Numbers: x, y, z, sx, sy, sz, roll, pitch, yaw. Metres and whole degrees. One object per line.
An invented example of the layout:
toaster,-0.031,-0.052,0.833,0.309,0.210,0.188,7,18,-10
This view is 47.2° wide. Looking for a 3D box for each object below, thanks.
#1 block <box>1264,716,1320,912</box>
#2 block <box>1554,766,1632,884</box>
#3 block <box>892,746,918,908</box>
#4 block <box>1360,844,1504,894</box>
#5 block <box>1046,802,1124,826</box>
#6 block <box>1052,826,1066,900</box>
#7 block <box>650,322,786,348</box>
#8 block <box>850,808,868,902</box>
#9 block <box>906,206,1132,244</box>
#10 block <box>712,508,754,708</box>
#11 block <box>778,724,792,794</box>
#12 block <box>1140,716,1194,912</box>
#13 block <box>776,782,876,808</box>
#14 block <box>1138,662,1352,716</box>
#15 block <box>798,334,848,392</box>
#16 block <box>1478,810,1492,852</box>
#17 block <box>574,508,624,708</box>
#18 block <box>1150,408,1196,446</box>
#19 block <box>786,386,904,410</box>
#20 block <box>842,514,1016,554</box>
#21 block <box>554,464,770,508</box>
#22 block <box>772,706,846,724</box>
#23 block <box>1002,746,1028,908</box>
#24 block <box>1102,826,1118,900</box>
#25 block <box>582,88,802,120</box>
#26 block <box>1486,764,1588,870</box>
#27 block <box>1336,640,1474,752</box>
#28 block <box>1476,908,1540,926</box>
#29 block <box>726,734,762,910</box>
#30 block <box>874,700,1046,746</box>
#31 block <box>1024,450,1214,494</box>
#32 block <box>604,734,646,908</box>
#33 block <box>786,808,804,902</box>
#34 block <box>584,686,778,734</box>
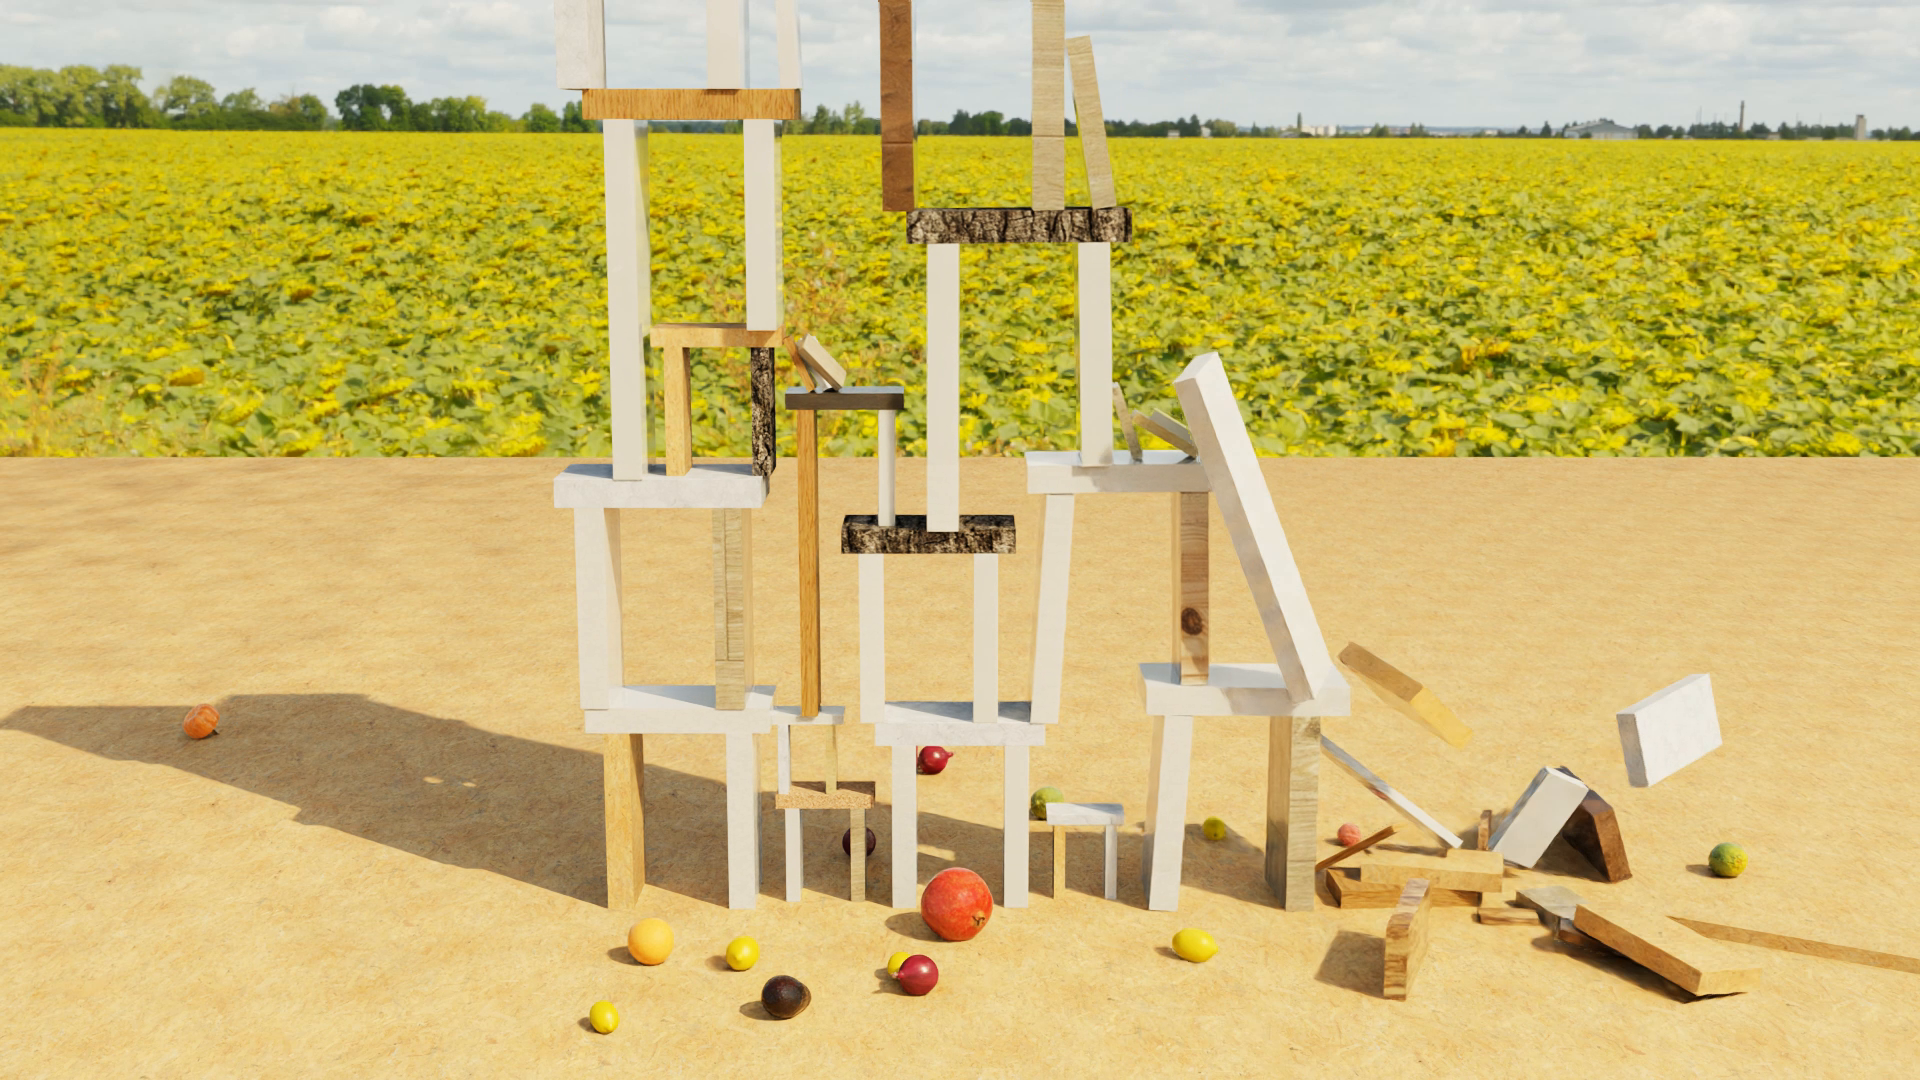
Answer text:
block,0.549,0.429,3.636,0.046,0.328,0.164,0,11,-4
block,1.092,0.493,3.827,0.036,0.128,0.257,-18,11,0
block,-0.091,0.455,3.643,0.039,0.275,0.137,0,11,0
block,0.785,0.544,3.655,0.226,0.032,0.113,3,11,14
block,0.207,0.455,3.649,0.128,0.018,0.064,0,11,0
block,0.164,0.526,3.662,0.018,0.128,0.064,0,11,0
block,-0.383,-0.327,3.503,0.205,0.029,0.103,0,11,0
block,-0.168,0.511,3.654,0.023,0.160,0.080,0,11,0
block,0.091,-0.497,3.464,0.347,0.049,0.174,0,11,0
block,-0.368,0.095,3.580,0.046,0.327,0.163,0,11,0
block,-0.289,0.353,3.622,0.017,0.117,0.059,0,11,0
block,0.341,0.429,3.635,0.046,0.328,0.164,4,10,-1
block,-0.221,0.421,3.638,0.160,0.023,0.080,0,11,0
block,0.462,0.244,3.604,0.328,0.046,0.164,0,11,0
block,-0.219,-0.283,3.494,0.013,0.092,0.046,-33,25,28
block,0.928,0.520,3.890,0.016,0.056,0.112,3,11,17
block,-0.586,0.095,3.580,0.046,0.327,0.163,0,11,0
block,0.361,-0.173,3.535,0.120,0.017,0.060,31,9,0
block,-0.183,-0.227,3.522,0.187,0.027,0.094,0,11,0
block,-0.050,-0.010,3.558,0.277,0.039,0.139,0,11,0
block,-0.477,-0.088,3.546,0.327,0.046,0.163,0,11,0
block,-0.248,0.287,3.610,0.117,0.017,0.058,0,11,0
block,0.092,0.455,3.645,0.039,0.274,0.137,0,11,0
block,0.250,0.526,3.662,0.018,0.128,0.064,0,11,0
block,-0.415,-0.679,3.432,0.322,0.046,0.161,0,11,0
block,0.972,0.467,3.703,0.086,0.172,0.024,24,20,-19
block,0.731,0.255,3.618,0.131,0.037,0.261,41,-1,-21
block,0.882,0.607,3.542,0.092,0.013,0.046,1,11,6
block,-0.356,0.444,3.642,0.042,0.297,0.149,0,11,0
block,0.000,0.301,3.615,0.275,0.039,0.137,0,11,0
block,0.263,-0.111,3.542,0.314,0.044,0.157,-1,11,0
block,-0.554,0.444,3.642,0.042,0.297,0.149,0,11,0
block,-0.275,0.511,3.654,0.023,0.160,0.080,0,11,0
block,-0.455,0.277,3.611,0.297,0.042,0.149,0,11,0
